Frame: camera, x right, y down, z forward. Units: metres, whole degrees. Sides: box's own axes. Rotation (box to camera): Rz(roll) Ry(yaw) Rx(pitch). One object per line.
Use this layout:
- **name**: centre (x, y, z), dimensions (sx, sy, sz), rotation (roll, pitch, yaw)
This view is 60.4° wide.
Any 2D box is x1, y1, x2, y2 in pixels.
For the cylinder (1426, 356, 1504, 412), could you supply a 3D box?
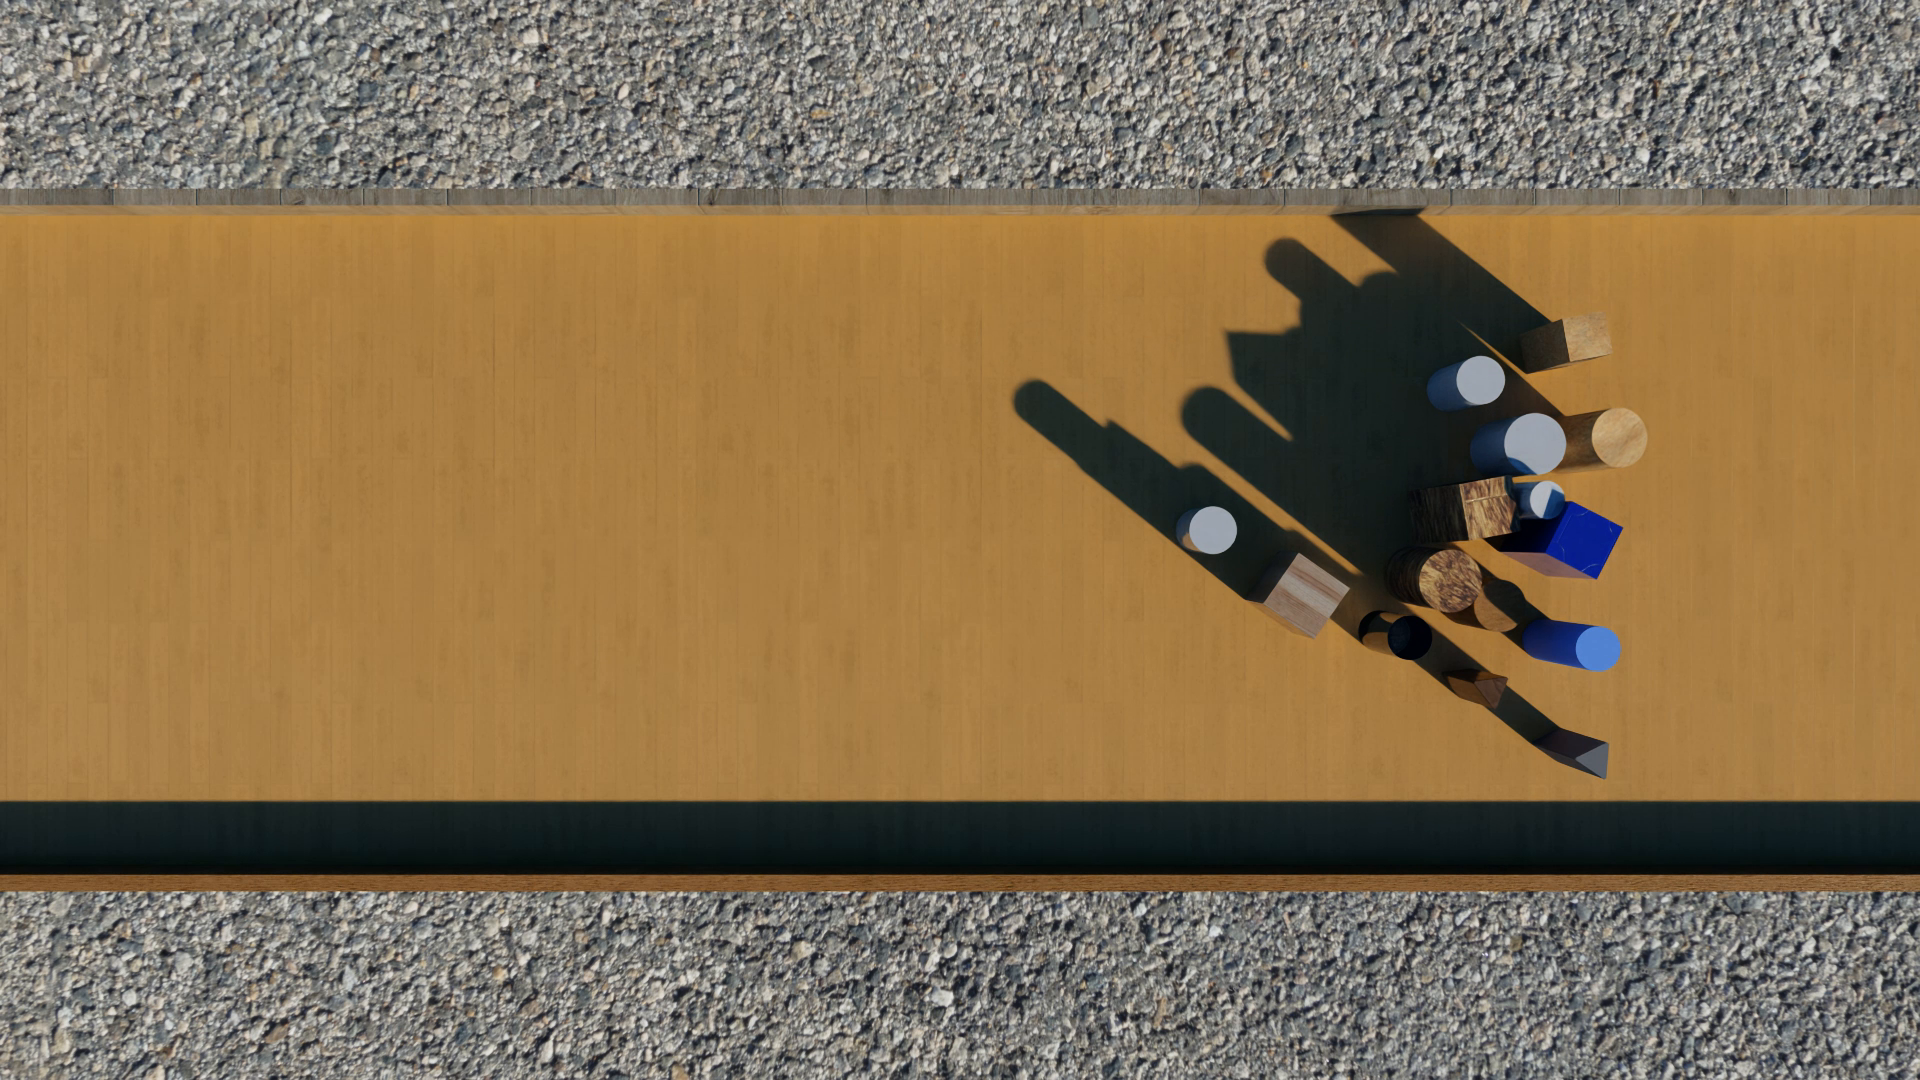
- **cylinder**: centre (1.507, -0.463, 4.925), dimensions (0.141, 0.302, 0.141), rotation (0, 90, 0)

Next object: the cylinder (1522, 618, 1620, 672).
- **cylinder**: centre (1.794, 0.306, 4.856), dimensions (0.127, 0.441, 0.127), rotation (0, 90, 0)

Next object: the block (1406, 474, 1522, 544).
- **block**: centre (1.489, -0.088, 4.892), dimensions (0.164, 0.345, 0.164), rotation (-10, 90, -10)

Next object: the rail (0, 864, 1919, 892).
- **rail**: centre (-2.247, 1.025, 5.001), dimensions (12.000, 0.150, 0.050), rotation (0, 90, 0)

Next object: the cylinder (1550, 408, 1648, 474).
- **cylinder**: centre (1.867, -0.291, 4.899), dimensions (0.173, 0.332, 0.173), rotation (0, 89, -9)

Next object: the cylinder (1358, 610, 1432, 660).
- **cylinder**: centre (1.291, 0.281, 4.904), dimensions (0.128, 0.345, 0.128), rotation (0, 90, 0)

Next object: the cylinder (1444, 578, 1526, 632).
- **cylinder**: centre (1.558, 0.188, 4.922), dimensions (0.152, 0.304, 0.152), rotation (0, 91, -2)

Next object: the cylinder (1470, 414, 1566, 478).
- **cylinder**: centre (1.659, -0.277, 4.917), dimensions (0.179, 0.319, 0.179), rotation (0, 90, 0)

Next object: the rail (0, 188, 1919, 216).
- **rail**: centre (-2.247, -1.025, 5.002), dimensions (12.000, 0.150, 0.050), rotation (0, 90, 0)

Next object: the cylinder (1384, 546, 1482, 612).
- **cylinder**: centre (1.395, 0.113, 4.886), dimensions (0.179, 0.377, 0.179), rotation (0, 91, -1)

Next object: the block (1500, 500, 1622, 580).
- **block**: centre (1.770, 0.000, 4.877), dimensions (0.166, 0.397, 0.166), rotation (27, 90, 0)

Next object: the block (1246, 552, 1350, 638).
- **block**: centre (1.001, 0.162, 4.921), dimensions (0.180, 0.312, 0.180), rotation (35, 90, 0)

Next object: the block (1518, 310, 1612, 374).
- **block**: centre (1.793, -0.582, 4.894), dimensions (0.125, 0.366, 0.125), rotation (-11, 90, 0)

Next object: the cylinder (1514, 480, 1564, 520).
- **cylinder**: centre (1.640, -0.114, 4.885), dimensions (0.110, 0.369, 0.110), rotation (0, 90, -11)

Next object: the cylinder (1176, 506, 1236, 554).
- **cylinder**: centre (0.733, -0.028, 4.926), dimensions (0.138, 0.302, 0.138), rotation (0, 90, 0)

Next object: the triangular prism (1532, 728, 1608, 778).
- **triangular prism**: centre (1.826, 0.617, 4.893), dimensions (0.104, 0.367, 0.090), rotation (34, 90, 0)

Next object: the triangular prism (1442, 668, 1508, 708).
- **triangular prism**: centre (1.544, 0.422, 4.913), dimensions (0.084, 0.327, 0.097), rotation (-38, 90, 0)
